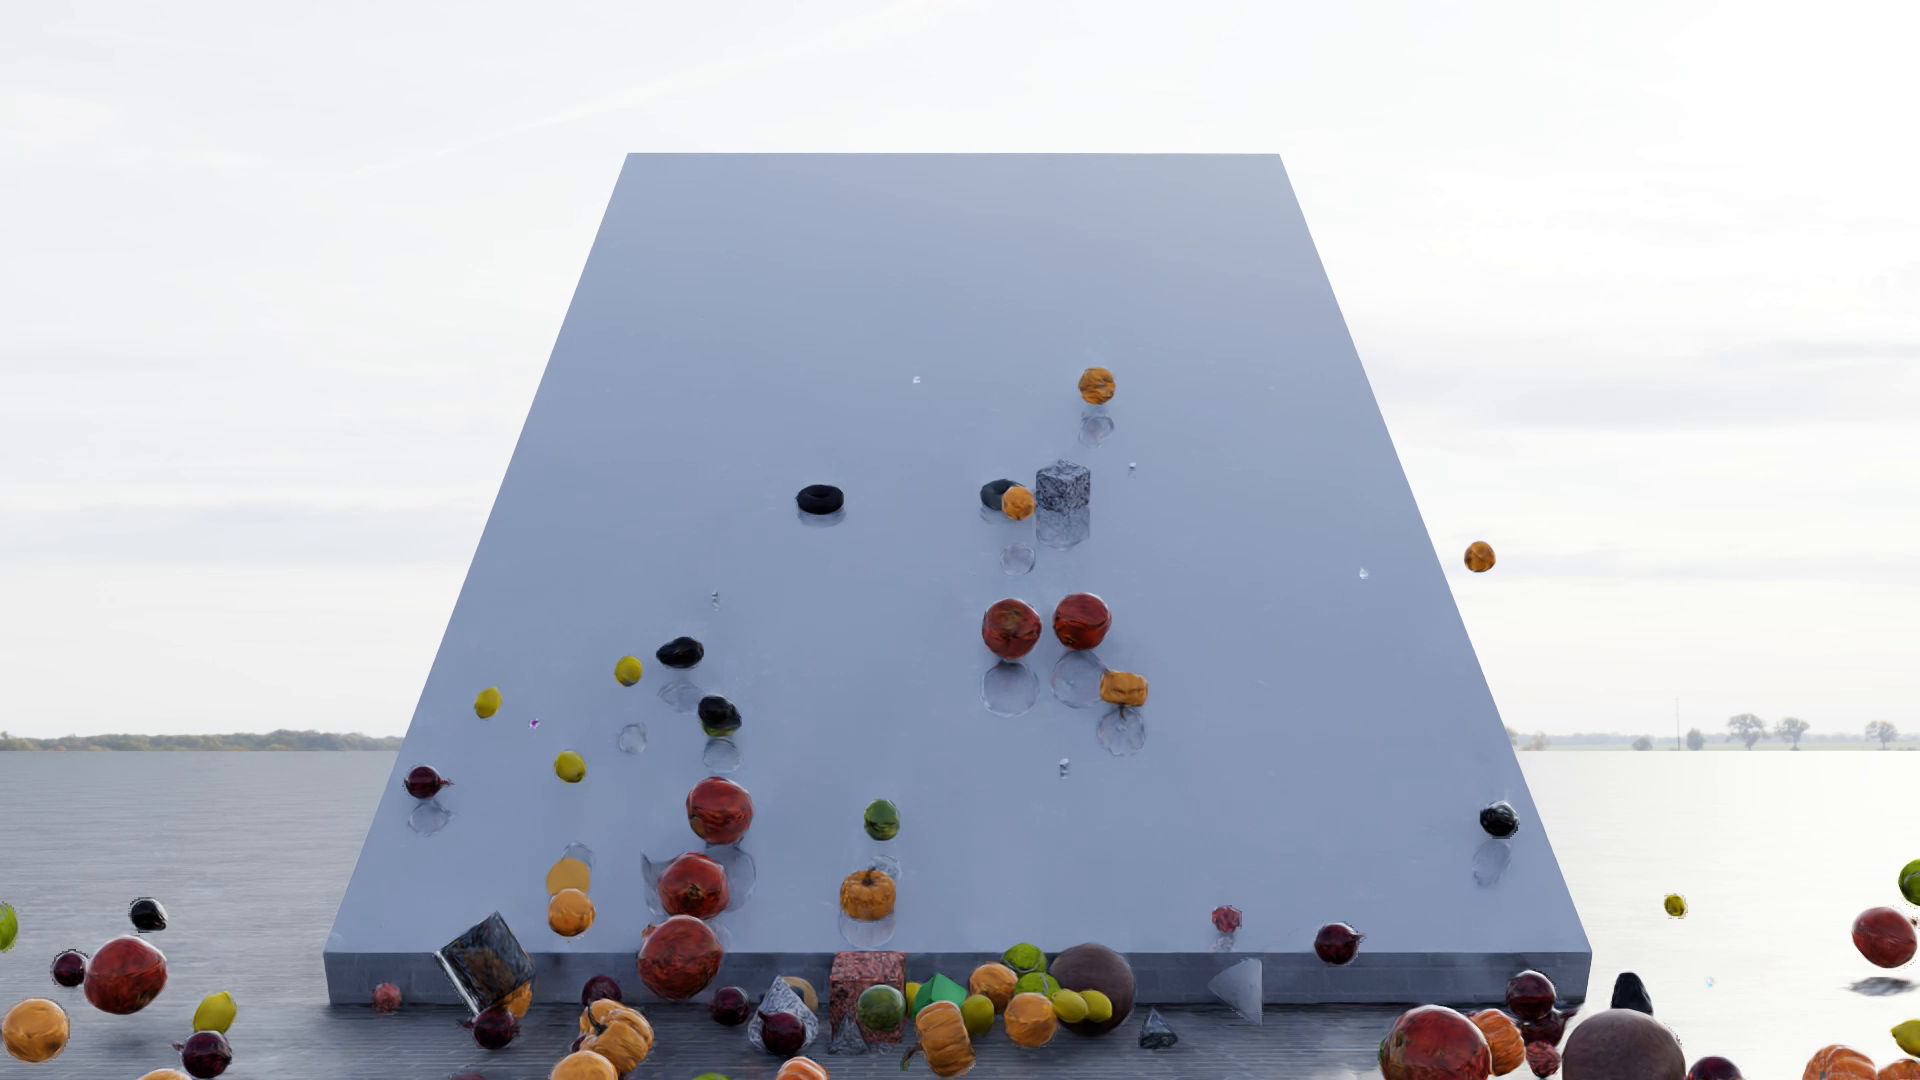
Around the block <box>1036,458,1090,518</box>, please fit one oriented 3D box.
[{"bbox_3d":[0.222,-0.113,5.125,0.083,0.083,0.083,20,33,33],"label":"block"}]

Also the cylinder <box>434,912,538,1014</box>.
[{"bbox_3d":[-0.602,0.537,3.020,0.094,0.094,0.094,-34,-1,0],"label":"cylinder"}]

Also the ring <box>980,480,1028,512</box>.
[{"bbox_3d":[0.096,-0.097,5.146,0.104,0.035,0.104,1,31,-1],"label":"ring"}]

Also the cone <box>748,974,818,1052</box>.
[{"bbox_3d":[-0.241,0.620,3.192,0.096,0.096,0.096,-2,30,1],"label":"cone"}]

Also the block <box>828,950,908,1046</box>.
[{"bbox_3d":[-0.126,0.634,3.294,0.096,0.096,0.096,0,15,4],"label":"block"}]

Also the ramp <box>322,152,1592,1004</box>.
[{"bbox_3d":[-0.011,-0.225,5.540,2.000,0.100,4.000,0,27,0],"label":"ramp"}]

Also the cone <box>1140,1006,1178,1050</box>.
[{"bbox_3d":[0.264,0.651,3.203,0.053,0.053,0.053,-5,-37,-4],"label":"cone"}]

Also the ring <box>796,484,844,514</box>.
[{"bbox_3d":[-0.300,-0.088,5.128,0.104,0.035,0.104,0,26,0],"label":"ring"}]

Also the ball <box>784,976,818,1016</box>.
[{"bbox_3d":[-0.244,0.669,3.432,0.077,0.077,0.077,0,-5,0],"label":"ball"}]

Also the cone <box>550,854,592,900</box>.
[{"bbox_3d":[-0.649,0.554,3.886,0.073,0.073,0.073,3,-14,-28],"label":"cone"}]

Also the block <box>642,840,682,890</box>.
[{"bbox_3d":[-0.490,0.535,3.904,0.052,0.052,0.052,-12,30,-22],"label":"block"}]

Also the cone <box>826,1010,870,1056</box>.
[{"bbox_3d":[-0.148,0.655,3.167,0.059,0.059,0.059,0,-5,0],"label":"cone"}]

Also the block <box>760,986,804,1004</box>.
[{"bbox_3d":[-0.251,0.668,3.361,0.062,0.062,0.062,-3,-4,-6],"label":"block"}]

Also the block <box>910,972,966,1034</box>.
[{"bbox_3d":[-0.030,0.650,3.335,0.051,0.051,0.051,34,-53,-11],"label":"block"}]

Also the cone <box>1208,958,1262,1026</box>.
[{"bbox_3d":[0.422,0.675,3.480,0.089,0.089,0.089,-21,-27,-12],"label":"cone"}]
